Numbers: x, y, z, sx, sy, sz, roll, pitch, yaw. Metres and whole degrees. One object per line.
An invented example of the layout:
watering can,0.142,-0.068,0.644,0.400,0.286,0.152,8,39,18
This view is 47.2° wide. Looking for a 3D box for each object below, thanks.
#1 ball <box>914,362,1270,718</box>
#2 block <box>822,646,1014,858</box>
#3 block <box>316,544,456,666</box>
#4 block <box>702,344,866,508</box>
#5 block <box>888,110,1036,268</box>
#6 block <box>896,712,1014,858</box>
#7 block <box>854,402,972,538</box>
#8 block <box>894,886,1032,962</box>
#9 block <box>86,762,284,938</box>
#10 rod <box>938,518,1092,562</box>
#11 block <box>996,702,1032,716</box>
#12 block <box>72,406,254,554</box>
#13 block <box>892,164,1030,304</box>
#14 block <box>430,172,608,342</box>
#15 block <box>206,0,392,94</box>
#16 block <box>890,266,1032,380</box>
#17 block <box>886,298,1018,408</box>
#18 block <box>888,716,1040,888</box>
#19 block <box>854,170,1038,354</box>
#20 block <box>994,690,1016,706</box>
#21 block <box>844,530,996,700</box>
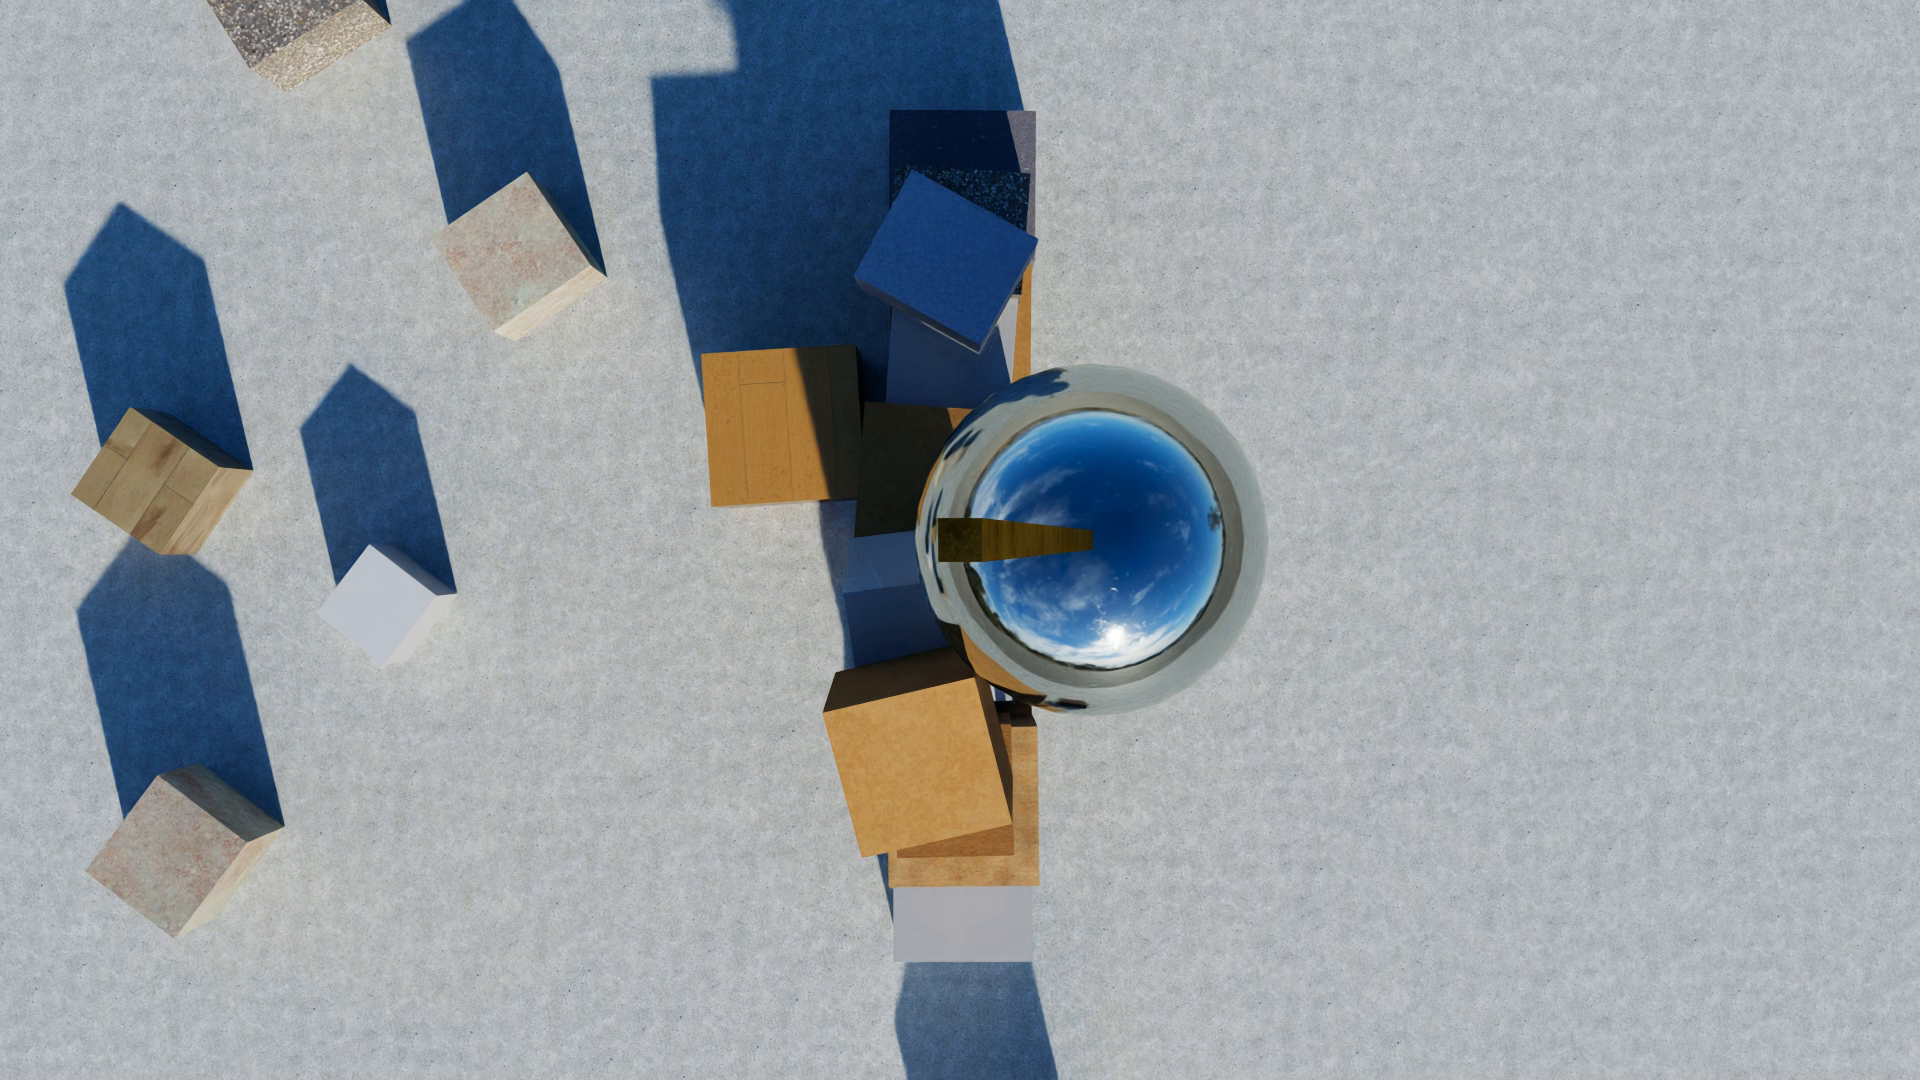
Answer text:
ball,0.591,0.000,9.948,1.600,1.600,1.600,0,90,0
block,-0.184,0.975,10.418,0.716,0.702,0.718,-13,101,5
block,-3.312,0.368,12.740,0.483,0.521,0.498,38,90,0
block,-0.978,-0.636,12.584,0.855,0.832,0.847,-4,90,0
block,0.013,-1.960,12.574,0.809,0.852,0.828,0,90,0
block,-0.028,1.234,11.152,0.579,0.608,0.649,-1,91,0
block,-0.120,-0.236,11.797,0.811,0.862,0.801,4,82,0
block,0.014,2.030,12.673,0.776,0.654,0.677,0,90,0
block,-4.443,1.774,12.652,0.628,0.696,0.676,37,90,0
rod,0.256,0.000,6.565,0.080,5.200,0.080,0,90,6
block,-0.015,1.241,12.582,0.835,0.836,0.889,-1,90,0
block,-4.594,-0.334,12.696,0.606,0.607,0.597,34,90,0
block,-0.008,-1.619,11.770,0.702,0.755,0.627,4,91,0
block,-2.536,-1.625,12.697,0.663,0.606,0.639,-34,90,0
block,-3.878,-3.168,12.661,0.738,0.678,0.779,-32,90,0
block,0.004,-1.213,12.663,0.790,0.673,0.664,0,90,0
block,-0.045,-0.981,11.990,0.661,0.674,0.647,4,90,0
block,0.017,1.391,11.812,0.786,0.706,0.829,-1,90,0
block,-0.067,-1.380,11.033,0.702,0.728,0.587,29,91,-1
block,-0.074,0.580,11.825,0.658,0.694,0.659,-7,83,2
block,-0.197,0.390,11.020,0.658,0.734,0.664,-7,111,2
